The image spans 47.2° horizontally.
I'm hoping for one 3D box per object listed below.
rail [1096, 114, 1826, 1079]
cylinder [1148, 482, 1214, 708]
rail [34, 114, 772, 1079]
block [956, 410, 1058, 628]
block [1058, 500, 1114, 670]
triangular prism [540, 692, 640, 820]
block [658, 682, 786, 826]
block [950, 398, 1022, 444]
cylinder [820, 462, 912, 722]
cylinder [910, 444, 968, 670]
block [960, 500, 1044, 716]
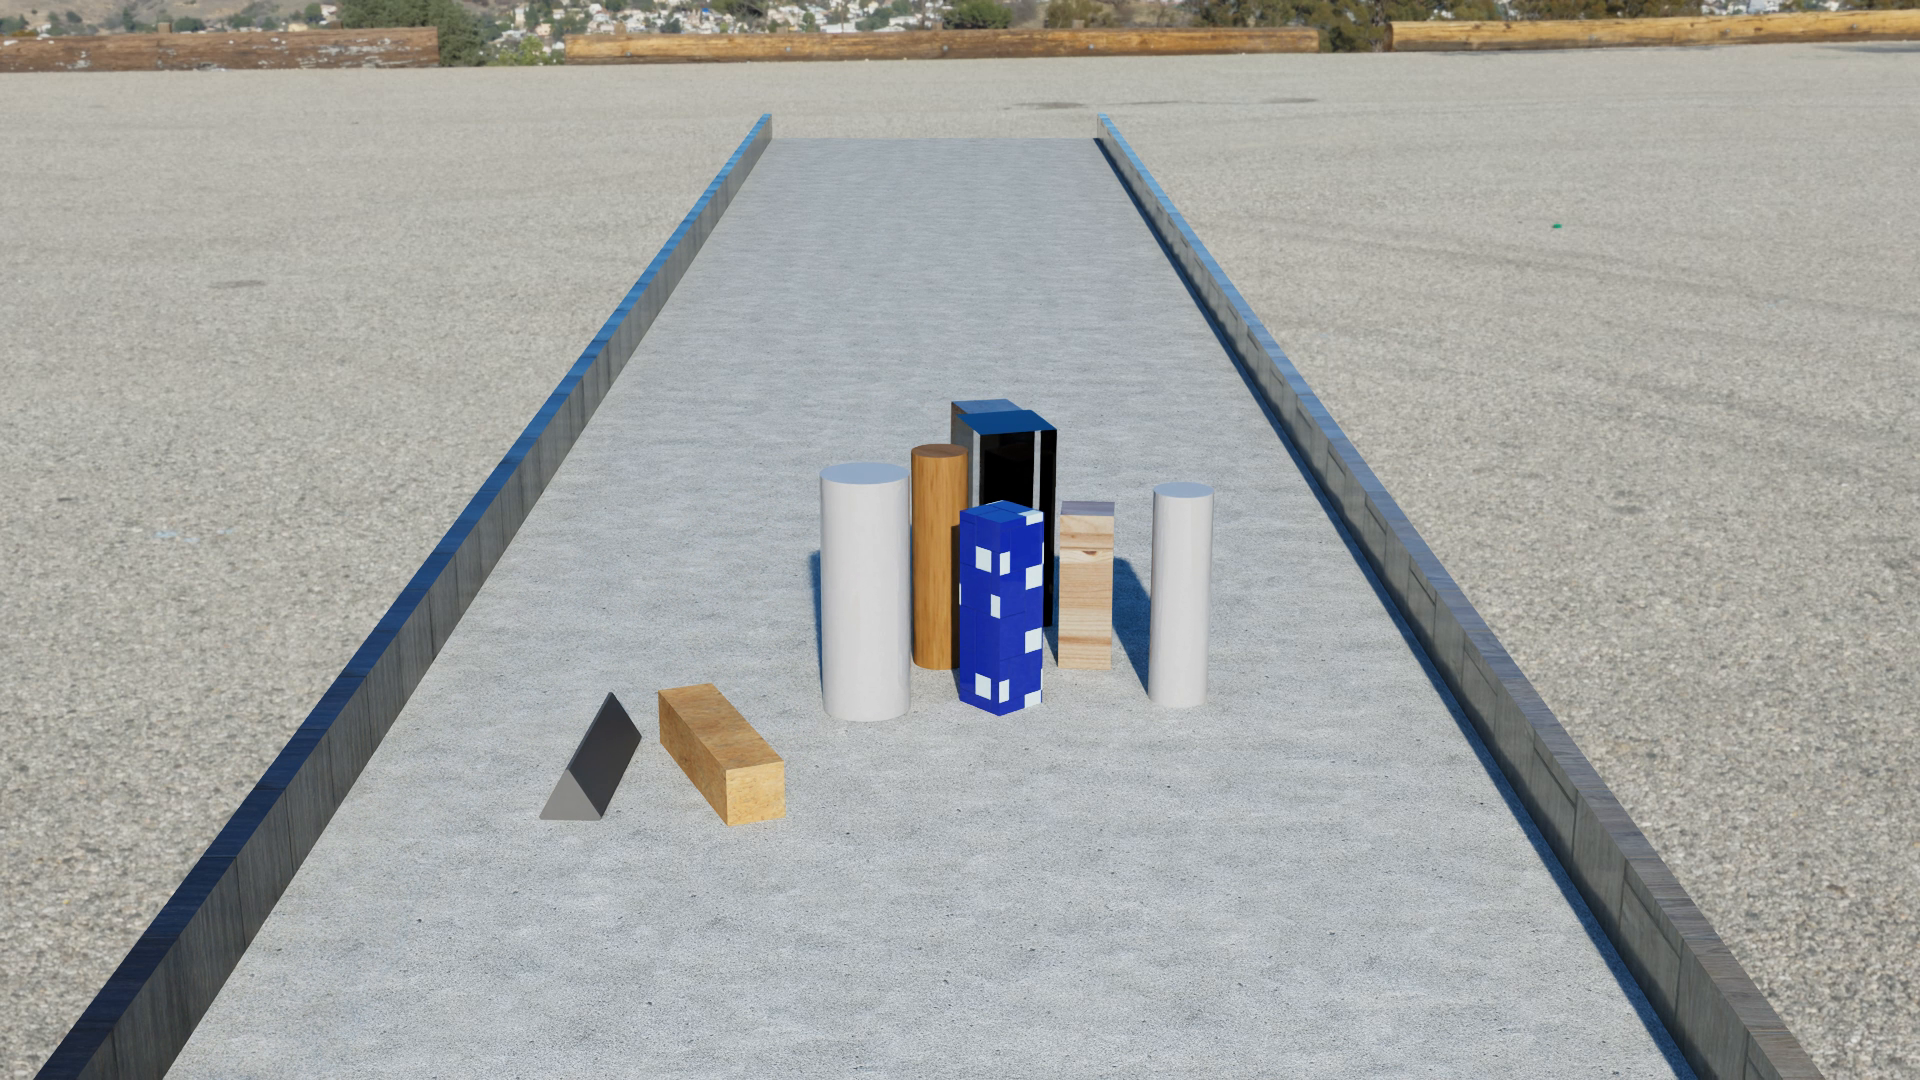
[{"bbox_3d":[0.932,-0.844,7.801,0.050,0.150,12.000,0,17,-1],"label":"rail"},{"bbox_3d":[0.417,0.104,4.157,0.113,0.411,0.113,0,17,0],"label":"cylinder"},{"bbox_3d":[-1.118,-0.838,7.780,0.050,0.150,12.000,0,17,-1],"label":"rail"},{"bbox_3d":[0.093,-0.040,4.603,0.165,0.428,0.165,-5,19,-16],"label":"block"},{"bbox_3d":[0.251,0.090,4.368,0.104,0.317,0.104,1,17,5],"label":"block"},{"bbox_3d":[-0.641,0.369,3.820,0.103,0.089,0.366,0,17,3],"label":"triangular prism"},{"bbox_3d":[-0.418,0.367,3.817,0.100,0.100,0.408,-7,18,-22],"label":"block"},{"bbox_3d":[0.055,-0.080,4.745,0.125,0.426,0.125,-4,17,-17],"label":"block"},{"bbox_3d":[-0.176,0.096,4.102,0.166,0.455,0.166,0,16,0],"label":"cylinder"},{"bbox_3d":[-0.039,0.034,4.351,0.112,0.434,0.112,0,17,0],"label":"cylinder"},{"bbox_3d":[0.078,0.127,4.138,0.111,0.377,0.111,-14,22,-40],"label":"block"}]
